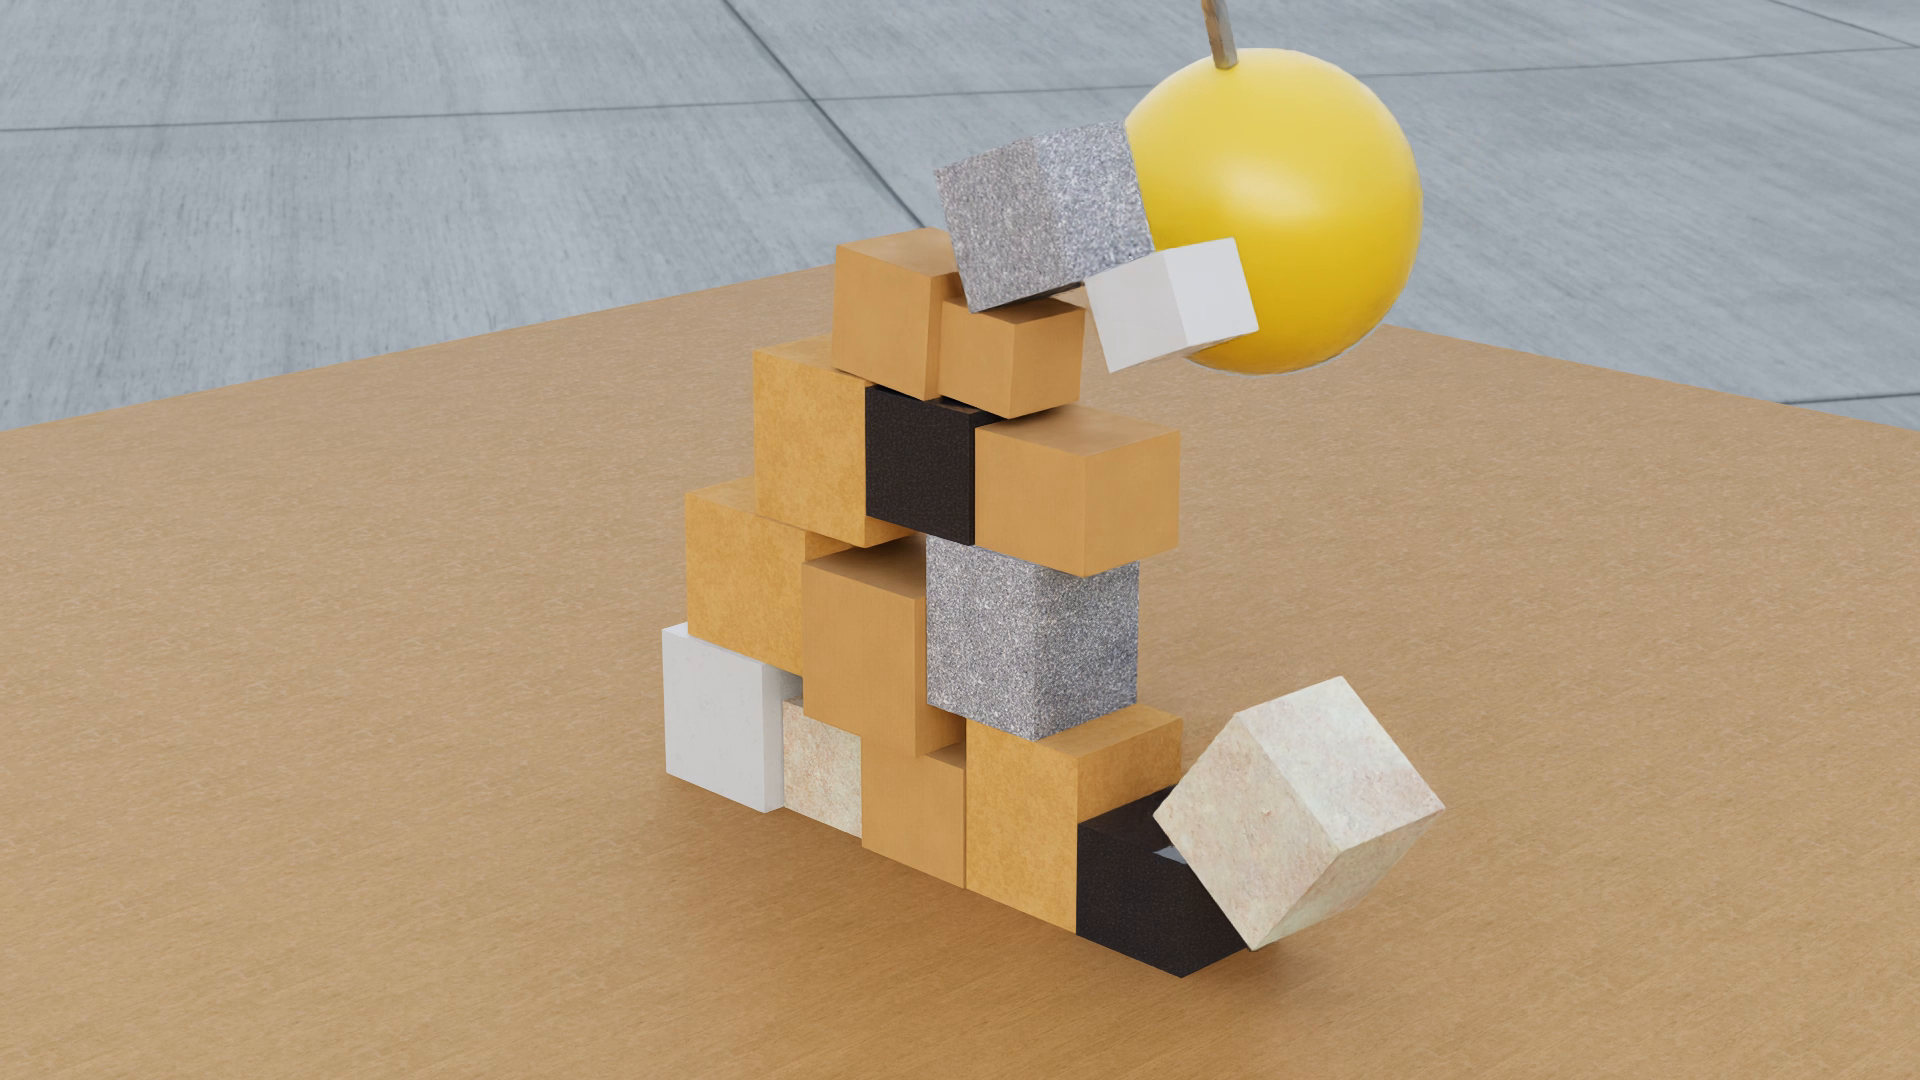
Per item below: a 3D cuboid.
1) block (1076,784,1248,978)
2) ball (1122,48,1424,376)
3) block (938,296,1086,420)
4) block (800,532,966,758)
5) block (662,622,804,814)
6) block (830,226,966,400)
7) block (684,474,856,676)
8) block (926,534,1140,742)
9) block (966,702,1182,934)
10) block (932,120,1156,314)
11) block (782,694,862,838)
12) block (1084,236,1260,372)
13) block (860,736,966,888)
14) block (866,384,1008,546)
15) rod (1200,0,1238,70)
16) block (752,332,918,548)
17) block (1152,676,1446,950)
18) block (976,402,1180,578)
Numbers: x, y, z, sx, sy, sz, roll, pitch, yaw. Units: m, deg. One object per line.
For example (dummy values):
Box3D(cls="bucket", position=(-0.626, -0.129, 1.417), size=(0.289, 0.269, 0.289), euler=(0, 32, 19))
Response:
Box3D(cls="block", position=(0.958, 1.474, 12.781), size=(0.660, 0.525, 0.610), euler=(-17, 24, -42))
Box3D(cls="ball", position=(1.467, -1.605, 14.375), size=(1.600, 1.600, 1.600), euler=(0, 17, 0))
Box3D(cls="block", position=(0.224, -0.828, 12.828), size=(0.443, 0.422, 0.441), euler=(-17, 29, -42))
Box3D(cls="block", position=(-0.201, 0.465, 13.675), size=(0.758, 0.754, 0.755), euler=(-17, 24, -42))
Box3D(cls="block", position=(-0.925, 0.795, 14.551), size=(0.790, 0.757, 0.741), euler=(-17, 24, -42))
Box3D(cls="block", position=(-0.145, -1.024, 13.147), size=(0.590, 0.563, 0.606), euler=(-17, 29, -42))
Box3D(cls="block", position=(-0.768, 0.134, 14.184), size=(0.862, 0.721, 0.725), euler=(17, 24, 42))
Box3D(cls="block", position=(0.325, 0.355, 13.123), size=(0.675, 0.804, 0.666), euler=(-17, 24, -42))
Box3D(cls="block", position=(0.510, 1.187, 13.191), size=(0.685, 0.825, 0.676), euler=(-17, 24, -42))
Box3D(cls="block", position=(0.365, -1.380, 12.525), size=(0.554, 0.632, 0.625), euler=(-17, 3, -42))
Box3D(cls="block", position=(-0.430, 1.035, 14.133), size=(0.582, 0.550, 0.606), euler=(-17, 24, -42))
Box3D(cls="block", position=(0.873, -0.971, 12.110), size=(0.444, 0.402, 0.465), euler=(-15, -1, -42))
Box3D(cls="block", position=(0.010, 1.164, 13.673), size=(0.659, 0.580, 0.671), euler=(-17, 24, -42))
Box3D(cls="block", position=(0.037, -0.396, 13.173), size=(0.646, 0.599, 0.656), euler=(-17, 24, -42))
Box3D(cls="rod", position=(0.636, -4.399, 12.625), size=(0.080, 5.200, 0.080), euler=(17, 44, 42))
Box3D(cls="block", position=(-0.458, -0.491, 13.673), size=(0.672, 0.787, 0.752), euler=(-17, 25, -42))
Box3D(cls="block", position=(1.408, 1.133, 12.238), size=(0.684, 0.722, 0.717), euler=(-15, 60, -42))
Box3D(cls="block", position=(0.510, -0.227, 12.746), size=(0.607, 0.532, 0.648), euler=(-17, 24, -42))
